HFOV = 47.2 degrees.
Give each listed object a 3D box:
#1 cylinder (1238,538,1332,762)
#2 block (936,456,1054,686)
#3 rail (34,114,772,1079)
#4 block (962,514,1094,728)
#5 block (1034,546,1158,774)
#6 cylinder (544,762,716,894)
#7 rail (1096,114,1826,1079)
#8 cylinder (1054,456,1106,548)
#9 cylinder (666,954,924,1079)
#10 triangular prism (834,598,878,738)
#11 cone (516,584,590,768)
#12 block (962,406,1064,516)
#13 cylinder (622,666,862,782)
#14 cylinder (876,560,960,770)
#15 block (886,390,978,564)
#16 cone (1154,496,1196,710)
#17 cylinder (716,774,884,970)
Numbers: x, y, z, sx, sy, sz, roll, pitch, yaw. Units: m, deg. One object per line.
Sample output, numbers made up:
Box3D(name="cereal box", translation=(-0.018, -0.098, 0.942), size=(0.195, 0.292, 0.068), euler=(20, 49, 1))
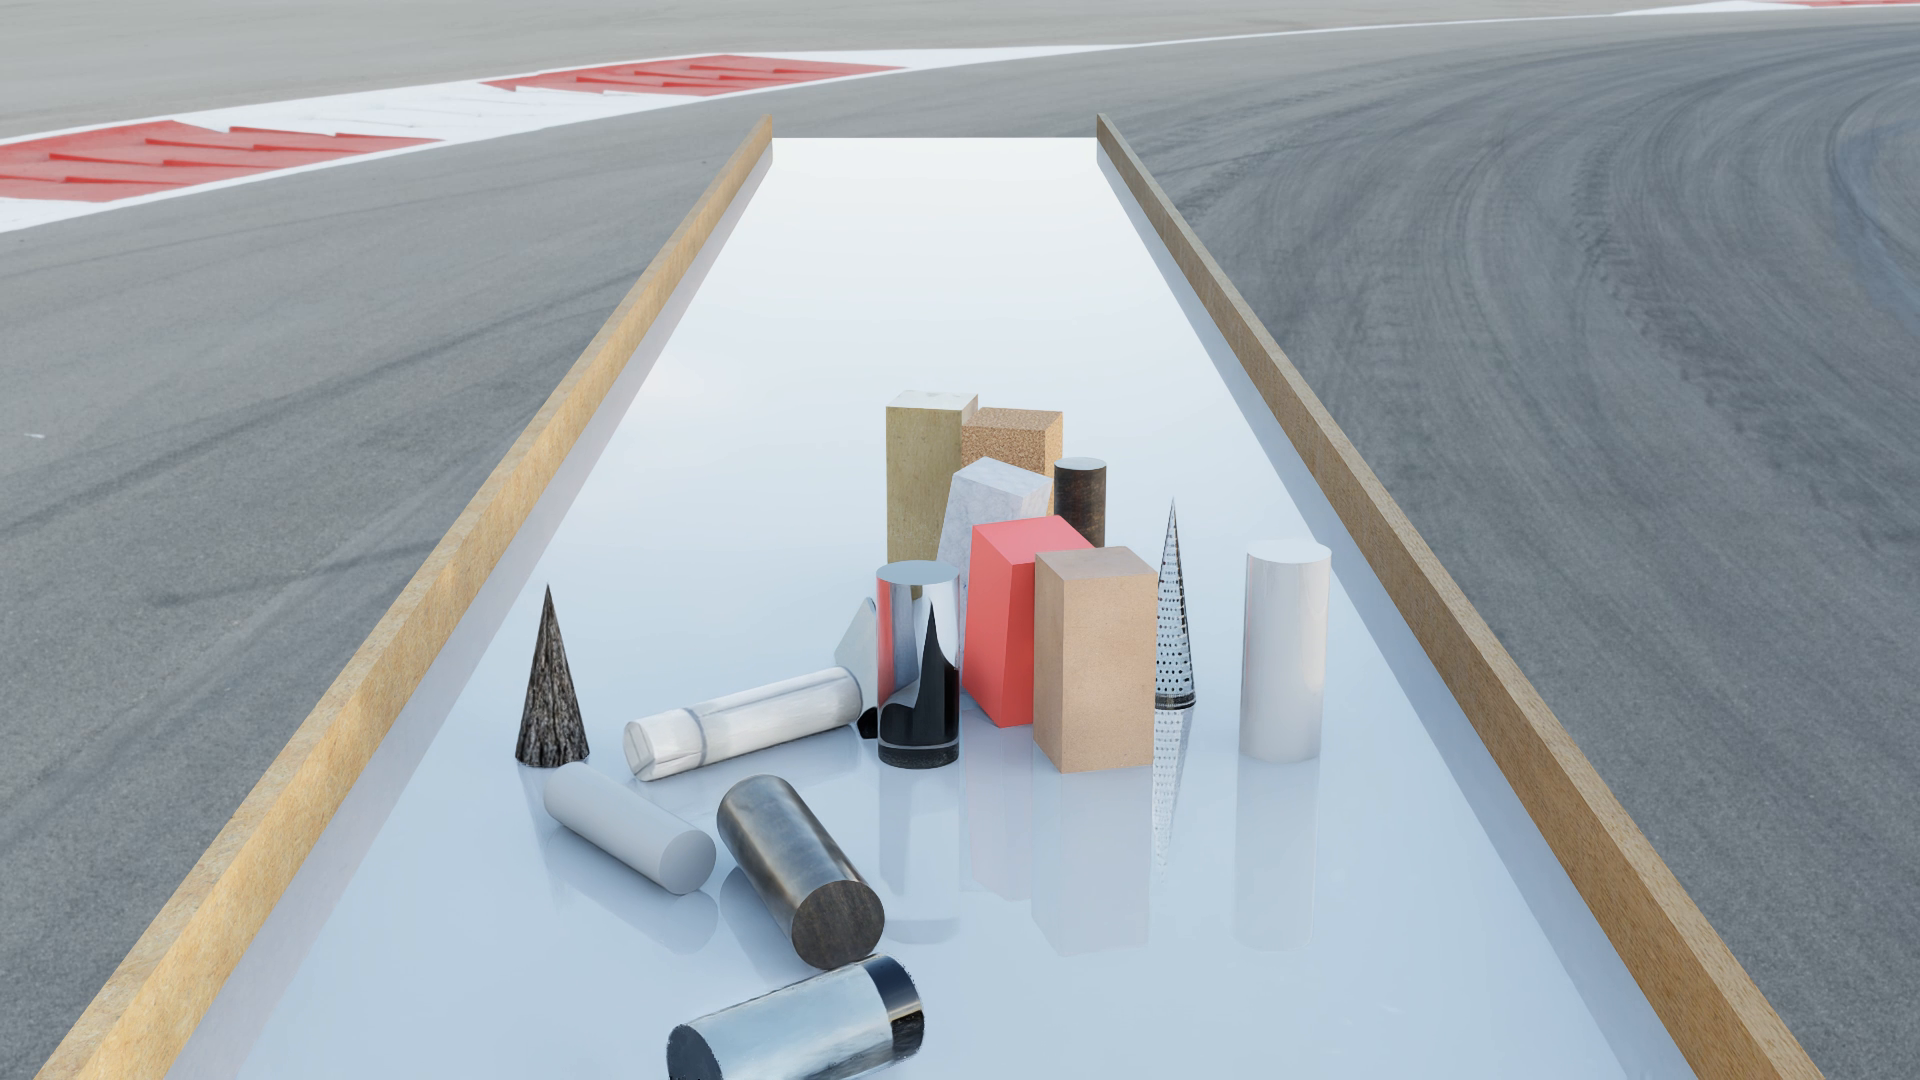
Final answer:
Box3D(name="cylinder", translation=(0.577, 0.196, 3.917), size=(0.149, 0.370, 0.149), euler=(0, 17, 0))
Box3D(name="block", translation=(0.046, 0.066, 4.249), size=(0.147, 0.409, 0.147), euler=(19, 22, 19))
Box3D(name="rail", translation=(-1.118, -0.838, 7.780), size=(0.050, 0.150, 12.000), euler=(0, 17, -1))
Box3D(name="block", translation=(0.130, 0.150, 4.096), size=(0.177, 0.334, 0.177), euler=(-7, 27, -23))
Box3D(name="block", translation=(0.238, 0.210, 3.899), size=(0.170, 0.355, 0.170), euler=(-4, 17, -15))
Box3D(name="cylinder", translation=(-0.531, 0.456, 3.511), size=(0.104, 0.104, 0.356), euler=(-13, 21, -38))
Box3D(name="rail", translation=(0.932, -0.844, 7.801), size=(0.050, 0.150, 12.000), euler=(0, 17, -1))
Box3D(name="cylinder", translation=(0.236, 0.044, 4.369), size=(0.103, 0.405, 0.103), euler=(0, 17, 0))
Box3D(name="cylinder", translation=(-0.209, 0.643, 2.817), size=(0.303, 0.142, 0.142), euler=(-13, 21, -37))
Box3D(name="triangular prism", translation=(-0.148, 0.235, 4.212), size=(0.140, 0.121, 0.452), euler=(-3, 17, -9))
Box3D(name="cone", translation=(-0.725, 0.226, 3.893), size=(0.132, 0.323, 0.132), euler=(1, 16, 0))
Box3D(name="block", translation=(0.111, -0.051, 4.656), size=(0.177, 0.424, 0.177), euler=(4, 17, 14))
Box3D(name="cylinder", translation=(-0.384, 0.326, 3.943), size=(0.445, 0.107, 0.107), euler=(-13, 21, -37))
Box3D(name="cylinder", translation=(-0.074, 0.220, 3.890), size=(0.146, 0.340, 0.146), euler=(0, 17, 0))
Box3D(name="block", translation=(-0.060, -0.107, 4.857), size=(0.168, 0.416, 0.168), euler=(4, 17, 12))
Box3D(name="cone", translation=(0.396, 0.110, 4.142), size=(0.111, 0.409, 0.111), euler=(0, 17, 0))
Box3D(name="cylinder", translation=(-0.247, 0.494, 3.320), size=(0.140, 0.140, 0.415), euler=(-6, 18, -20))
